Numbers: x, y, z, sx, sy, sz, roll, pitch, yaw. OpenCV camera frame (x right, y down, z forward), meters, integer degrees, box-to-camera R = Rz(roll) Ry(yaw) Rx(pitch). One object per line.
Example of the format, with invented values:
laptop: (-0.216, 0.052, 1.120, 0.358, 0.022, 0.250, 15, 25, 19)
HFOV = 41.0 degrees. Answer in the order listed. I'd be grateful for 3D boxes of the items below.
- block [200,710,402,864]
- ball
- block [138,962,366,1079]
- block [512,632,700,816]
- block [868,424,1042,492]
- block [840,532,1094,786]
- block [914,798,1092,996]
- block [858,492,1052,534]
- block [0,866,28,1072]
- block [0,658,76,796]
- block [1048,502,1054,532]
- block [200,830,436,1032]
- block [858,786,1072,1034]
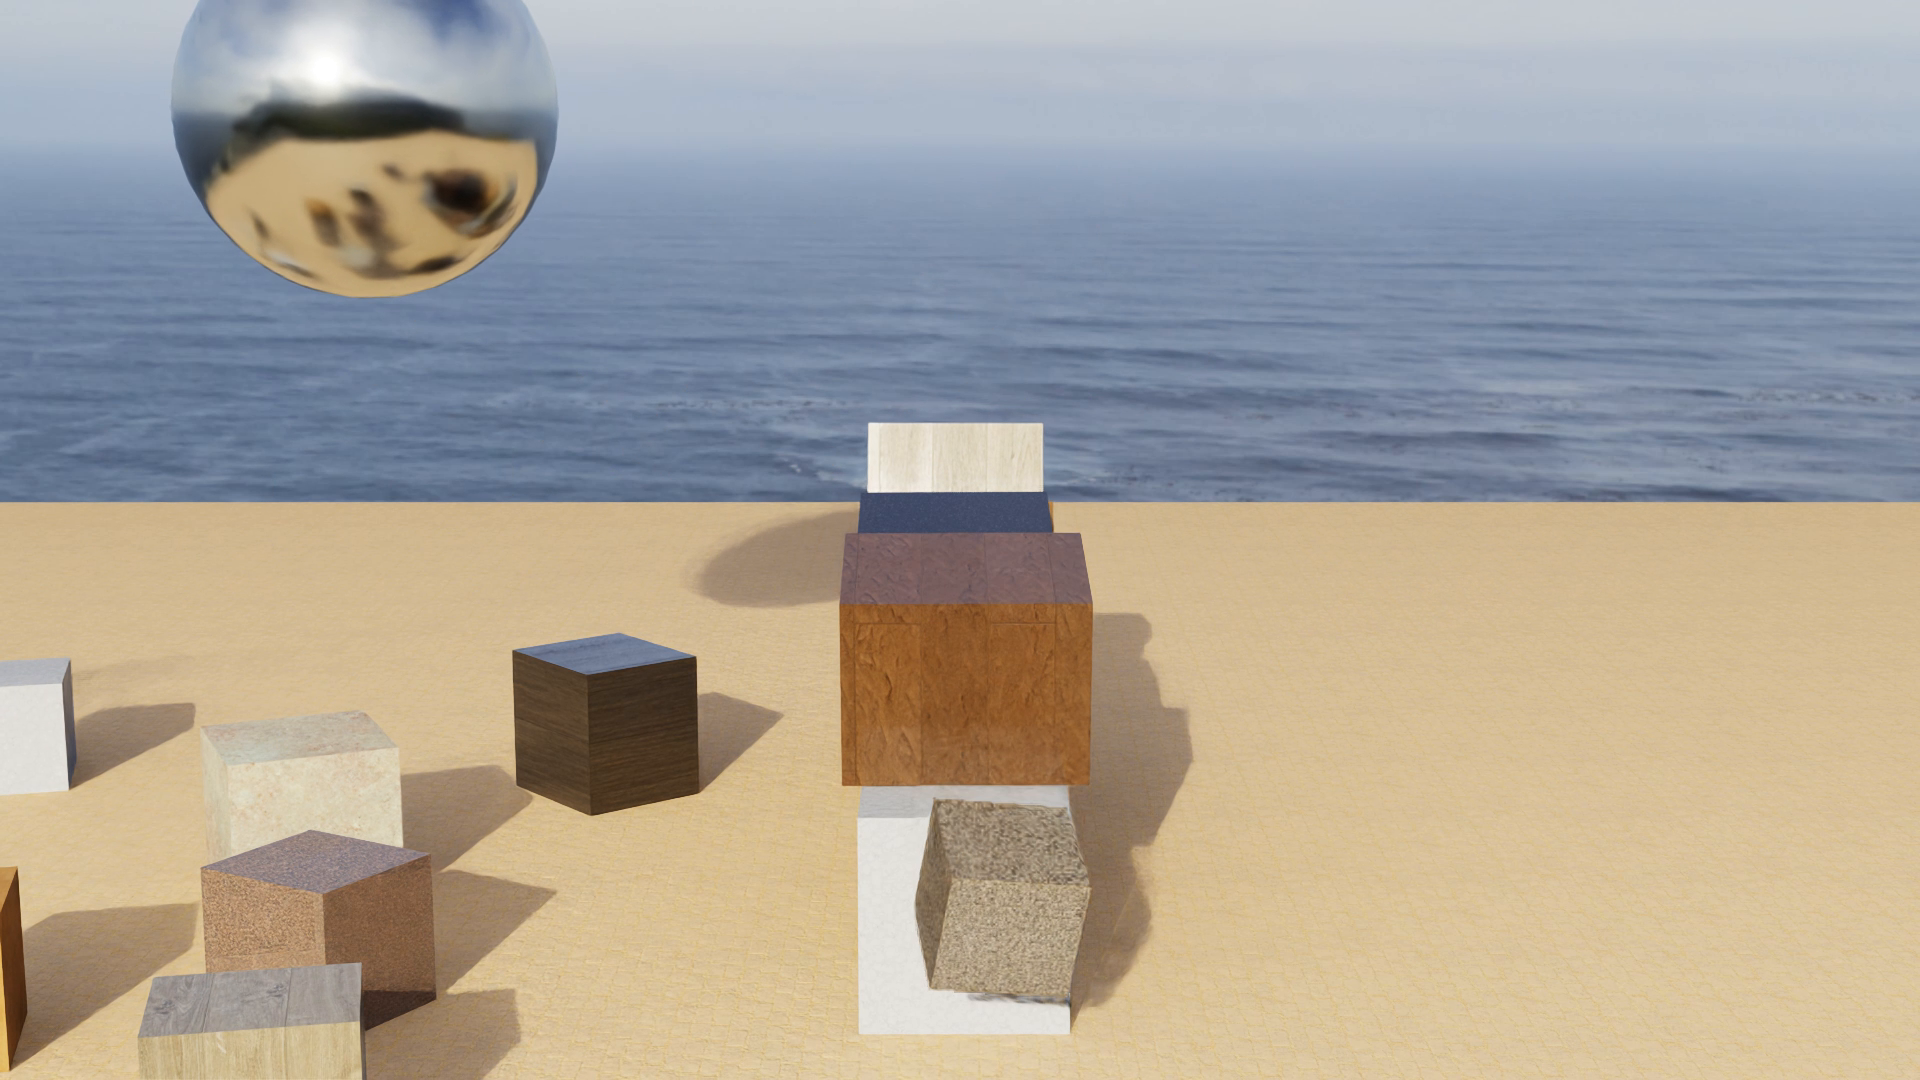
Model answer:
block: (-2.869, 1.183, 11.174, 0.714, 0.674, 0.724, -5, 11, -24)
ball: (-2.505, -1.824, 10.849, 1.600, 1.600, 1.600, 0, 10, 0)
block: (-2.265, 1.757, 8.285, 0.667, 0.579, 0.554, -2, 11, -12)
block: (-1.753, 0.898, 12.685, 0.623, 0.695, 0.704, -8, 13, -39)
block: (-0.014, -0.022, 12.436, 0.817, 0.949, 0.903, 0, -7, 1)
block: (0.017, 0.454, 10.039, 0.944, 0.740, 0.811, 0, 19, -1)
block: (0.139, 1.241, 8.926, 0.481, 0.455, 0.495, 5, 26, -11)
block: (-0.022, 0.262, 10.779, 0.797, 0.741, 0.715, 0, 19, -1)
block: (-3.745, 1.572, 9.313, 0.586, 0.575, 0.610, -3, 11, -14)
block: (-4.736, 0.934, 12.899, 0.492, 0.546, 0.599, -3, 11, -15)
block: (0.063, 0.180, 11.532, 0.707, 0.616, 0.629, 0, 10, 2)
block: (-2.424, 1.494, 9.719, 0.622, 0.583, 0.572, 6, 12, 30)
block: (0.016, 1.356, 9.791, 0.781, 0.828, 0.736, 0, 10, 0)
